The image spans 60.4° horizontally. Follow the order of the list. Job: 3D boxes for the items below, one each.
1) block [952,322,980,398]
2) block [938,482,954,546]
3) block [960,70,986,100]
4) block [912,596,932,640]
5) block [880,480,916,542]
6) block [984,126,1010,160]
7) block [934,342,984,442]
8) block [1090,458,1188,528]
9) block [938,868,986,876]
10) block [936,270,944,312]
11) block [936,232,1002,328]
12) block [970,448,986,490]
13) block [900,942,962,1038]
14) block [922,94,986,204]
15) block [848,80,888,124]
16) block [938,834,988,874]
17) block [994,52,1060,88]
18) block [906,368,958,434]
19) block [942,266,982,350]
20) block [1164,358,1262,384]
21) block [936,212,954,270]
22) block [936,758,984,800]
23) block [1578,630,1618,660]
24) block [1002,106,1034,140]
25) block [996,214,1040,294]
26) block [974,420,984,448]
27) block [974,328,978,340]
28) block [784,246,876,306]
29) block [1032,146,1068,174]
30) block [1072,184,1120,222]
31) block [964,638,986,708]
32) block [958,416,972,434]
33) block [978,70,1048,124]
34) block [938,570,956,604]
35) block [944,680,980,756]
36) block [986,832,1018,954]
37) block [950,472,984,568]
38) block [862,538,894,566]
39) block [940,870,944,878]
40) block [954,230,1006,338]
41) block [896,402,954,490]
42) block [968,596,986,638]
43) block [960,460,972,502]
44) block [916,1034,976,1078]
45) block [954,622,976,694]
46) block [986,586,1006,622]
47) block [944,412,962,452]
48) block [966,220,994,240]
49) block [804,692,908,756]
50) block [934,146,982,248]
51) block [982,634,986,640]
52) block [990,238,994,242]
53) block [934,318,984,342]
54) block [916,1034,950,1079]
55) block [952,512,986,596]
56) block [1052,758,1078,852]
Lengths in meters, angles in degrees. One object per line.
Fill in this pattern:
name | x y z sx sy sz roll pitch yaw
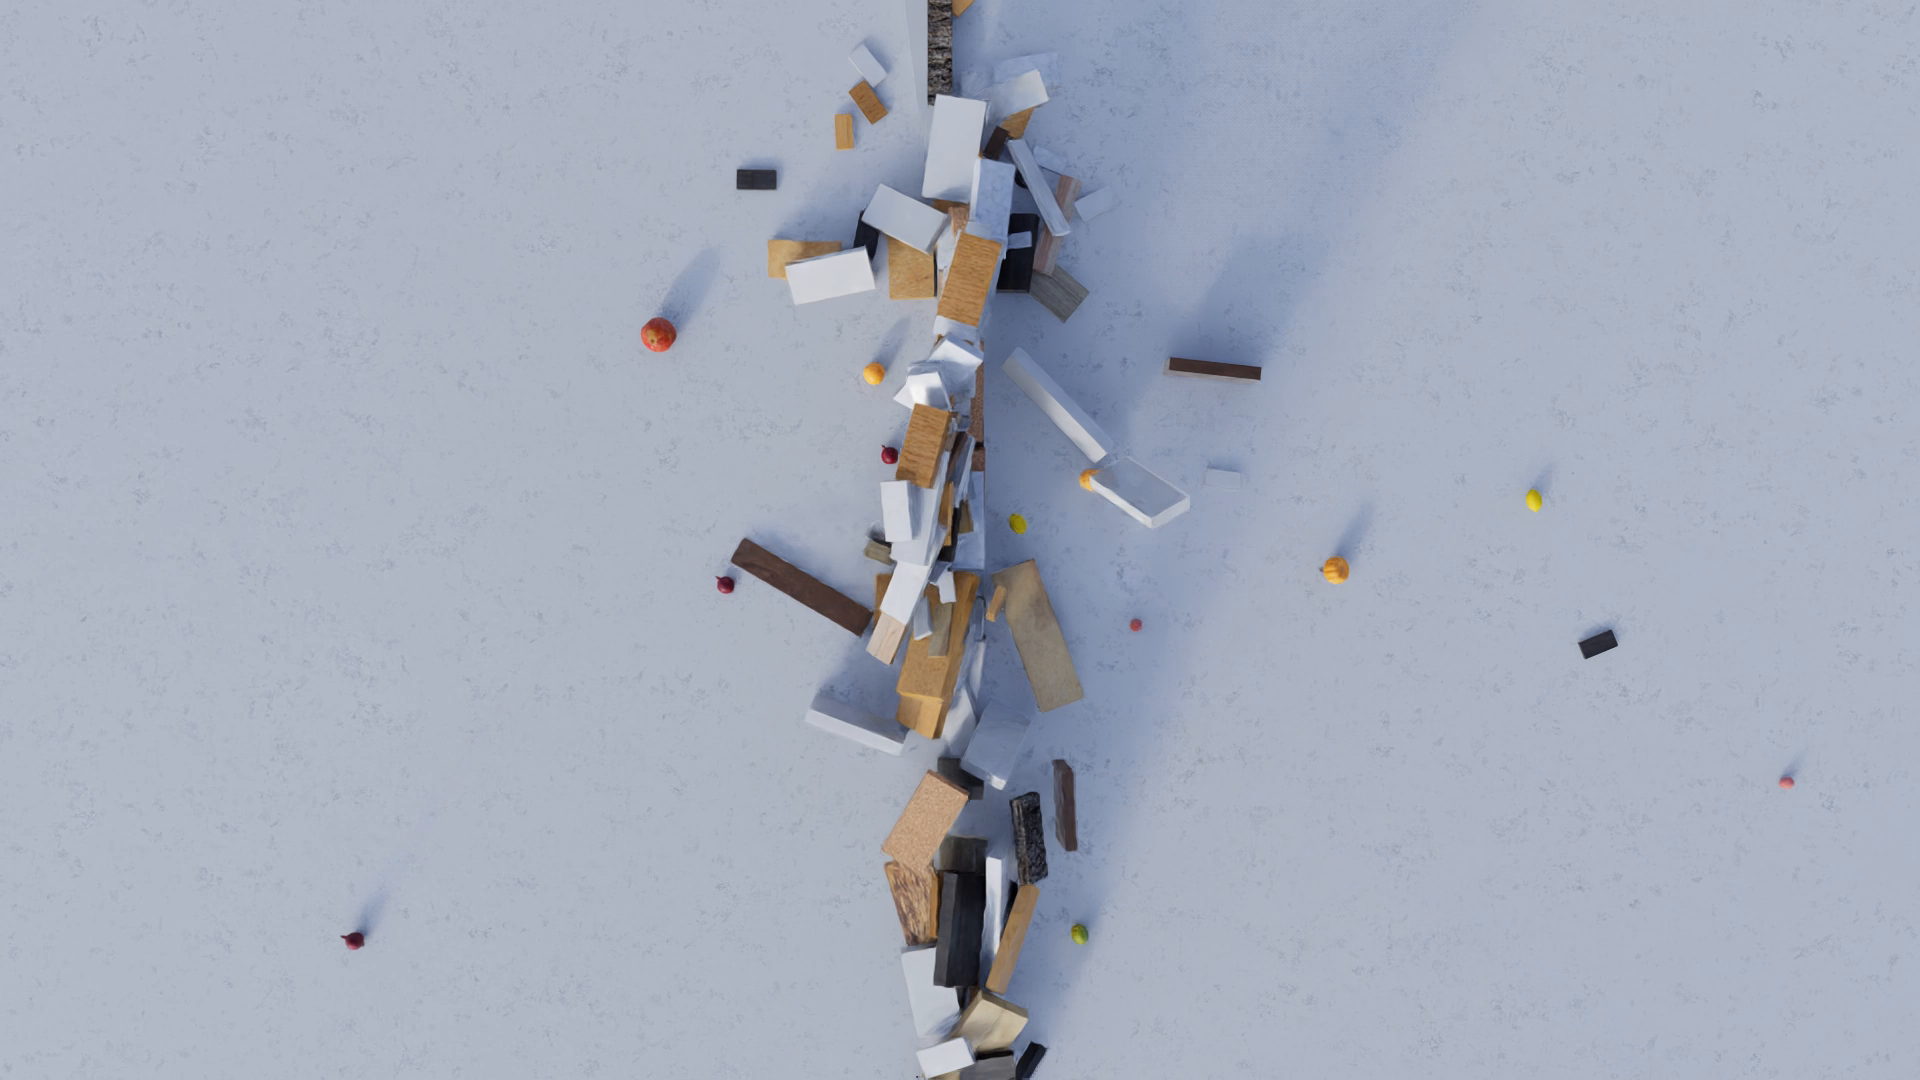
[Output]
block | -0.009 -0.585 5.240 0.129 0.036 0.257 4 110 -1
block | -0.074 -0.088 5.196 0.102 0.029 0.203 10 106 27
block | 0.042 -1.475 5.488 0.082 0.023 0.164 3 90 0
block | -0.122 0.253 5.305 0.064 0.018 0.129 -28 52 32
block | -0.191 -0.090 5.085 0.093 0.026 0.186 -1 97 29
block | 0.122 -1.320 5.474 0.049 0.014 0.097 26 94 0
block | -0.004 -0.480 5.331 0.160 0.045 0.320 1 99 0
block | 0.576 -0.154 5.324 0.153 0.307 0.043 -29 132 -22
block | -0.009 1.233 5.383 0.153 0.043 0.305 5 100 0
block | 0.003 -0.723 5.409 0.159 0.045 0.319 2 112 -1
block | 0.027 -0.795 5.035 0.131 0.037 0.261 17 97 -3
block | 0.003 -0.149 5.416 0.156 0.044 0.312 1 107 0
block | -0.088 1.441 5.292 0.150 0.043 0.301 -10 102 2
block | -0.020 -1.271 5.368 0.163 0.046 0.326 8 102 -3
block | -0.306 -1.456 5.491 0.066 0.019 0.131 -36 90 0
block | 0.004 1.130 5.434 0.153 0.043 0.305 3 90 0
block | 0.222 -1.546 5.465 0.212 0.030 0.106 -6 83 7
block | -0.086 -0.428 5.131 0.105 0.030 0.211 -5 121 20
block | 0.005 -0.732 5.226 0.129 0.036 0.257 3 110 0
block | 0.828 -0.556 5.425 0.299 0.149 0.042 6 90 0
block | 0.006 -0.914 5.442 0.163 0.046 0.326 -1 103 0
block | -0.001 0.773 5.346 0.153 0.305 0.043 4 98 0
block | 2.124 0.348 5.492 0.117 0.017 0.059 -23 90 0
block | 0.195 -1.411 5.489 0.075 0.021 0.150 24 90 0
block | 0.178 -0.946 5.441 0.131 0.037 0.261 5 82 22
block | -0.003 -0.251 5.433 0.160 0.045 0.320 0 106 0
block | 0.008 -0.758 5.148 0.129 0.036 0.257 11 102 -2
block | -0.427 -0.872 5.441 0.273 0.039 0.136 -11 118 4
block | 0.295 -1.264 5.492 0.114 0.016 0.057 22 90 0
block | 0.450 -1.116 5.473 0.142 0.020 0.071 -29 92 -13
block | 0.012 0.433 5.442 0.117 0.033 0.235 11 106 9
block | -0.007 -0.343 5.303 0.054 0.015 0.108 21 103 -5
block | 0.176 -1.463 5.441 0.212 0.030 0.106 -19 103 10
block | -0.042 0.150 5.289 0.050 0.014 0.100 -7 93 18
block | -0.003 0.589 5.449 0.117 0.033 0.235 -16 100 15
block | 0.136 1.134 5.305 0.049 0.173 0.346 8 111 20
block | -0.001 -0.063 5.344 0.156 0.044 0.312 -1 88 0
block | -0.261 0.042 5.453 0.116 0.016 0.058 23 103 -38
block | -0.047 1.125 5.327 0.054 0.015 0.109 11 103 -11
block | 0.037 -0.822 5.310 0.159 0.045 0.319 12 94 -1
block | -0.110 -0.289 5.068 0.121 0.034 0.242 18 96 26
block | 0.039 0.258 5.418 0.076 0.022 0.152 7 107 10
block | -0.008 -0.197 5.264 0.072 0.020 0.144 8 89 28
block | -0.044 1.646 5.250 0.179 0.025 0.090 -25 85 22
block | -0.027 0.370 5.379 0.117 0.033 0.235 21 103 35
block | 0.116 0.206 5.330 0.026 0.185 0.092 23 81 5
block | -0.076 -0.311 5.196 0.110 0.031 0.221 3 55 23
block | 0.048 -0.919 5.220 0.083 0.023 0.166 12 90 -1
block | -0.337 0.604 5.415 0.328 0.164 0.046 21 105 0
block | -0.006 -1.129 5.444 0.163 0.046 0.326 -1 102 0
block | 0.025 0.373 5.475 0.076 0.022 0.152 21 101 0
block | 0.051 -0.887 5.271 0.083 0.023 0.166 12 94 -1
block | -0.003 -0.570 5.420 0.159 0.045 0.319 0 112 0
block | -0.049 1.746 5.393 0.131 0.037 0.263 30 100 -6
block | 0.003 0.061 5.433 0.156 0.044 0.312 1 107 0
block | 0.343 0.869 5.406 0.038 0.135 0.269 -5 101 -9
